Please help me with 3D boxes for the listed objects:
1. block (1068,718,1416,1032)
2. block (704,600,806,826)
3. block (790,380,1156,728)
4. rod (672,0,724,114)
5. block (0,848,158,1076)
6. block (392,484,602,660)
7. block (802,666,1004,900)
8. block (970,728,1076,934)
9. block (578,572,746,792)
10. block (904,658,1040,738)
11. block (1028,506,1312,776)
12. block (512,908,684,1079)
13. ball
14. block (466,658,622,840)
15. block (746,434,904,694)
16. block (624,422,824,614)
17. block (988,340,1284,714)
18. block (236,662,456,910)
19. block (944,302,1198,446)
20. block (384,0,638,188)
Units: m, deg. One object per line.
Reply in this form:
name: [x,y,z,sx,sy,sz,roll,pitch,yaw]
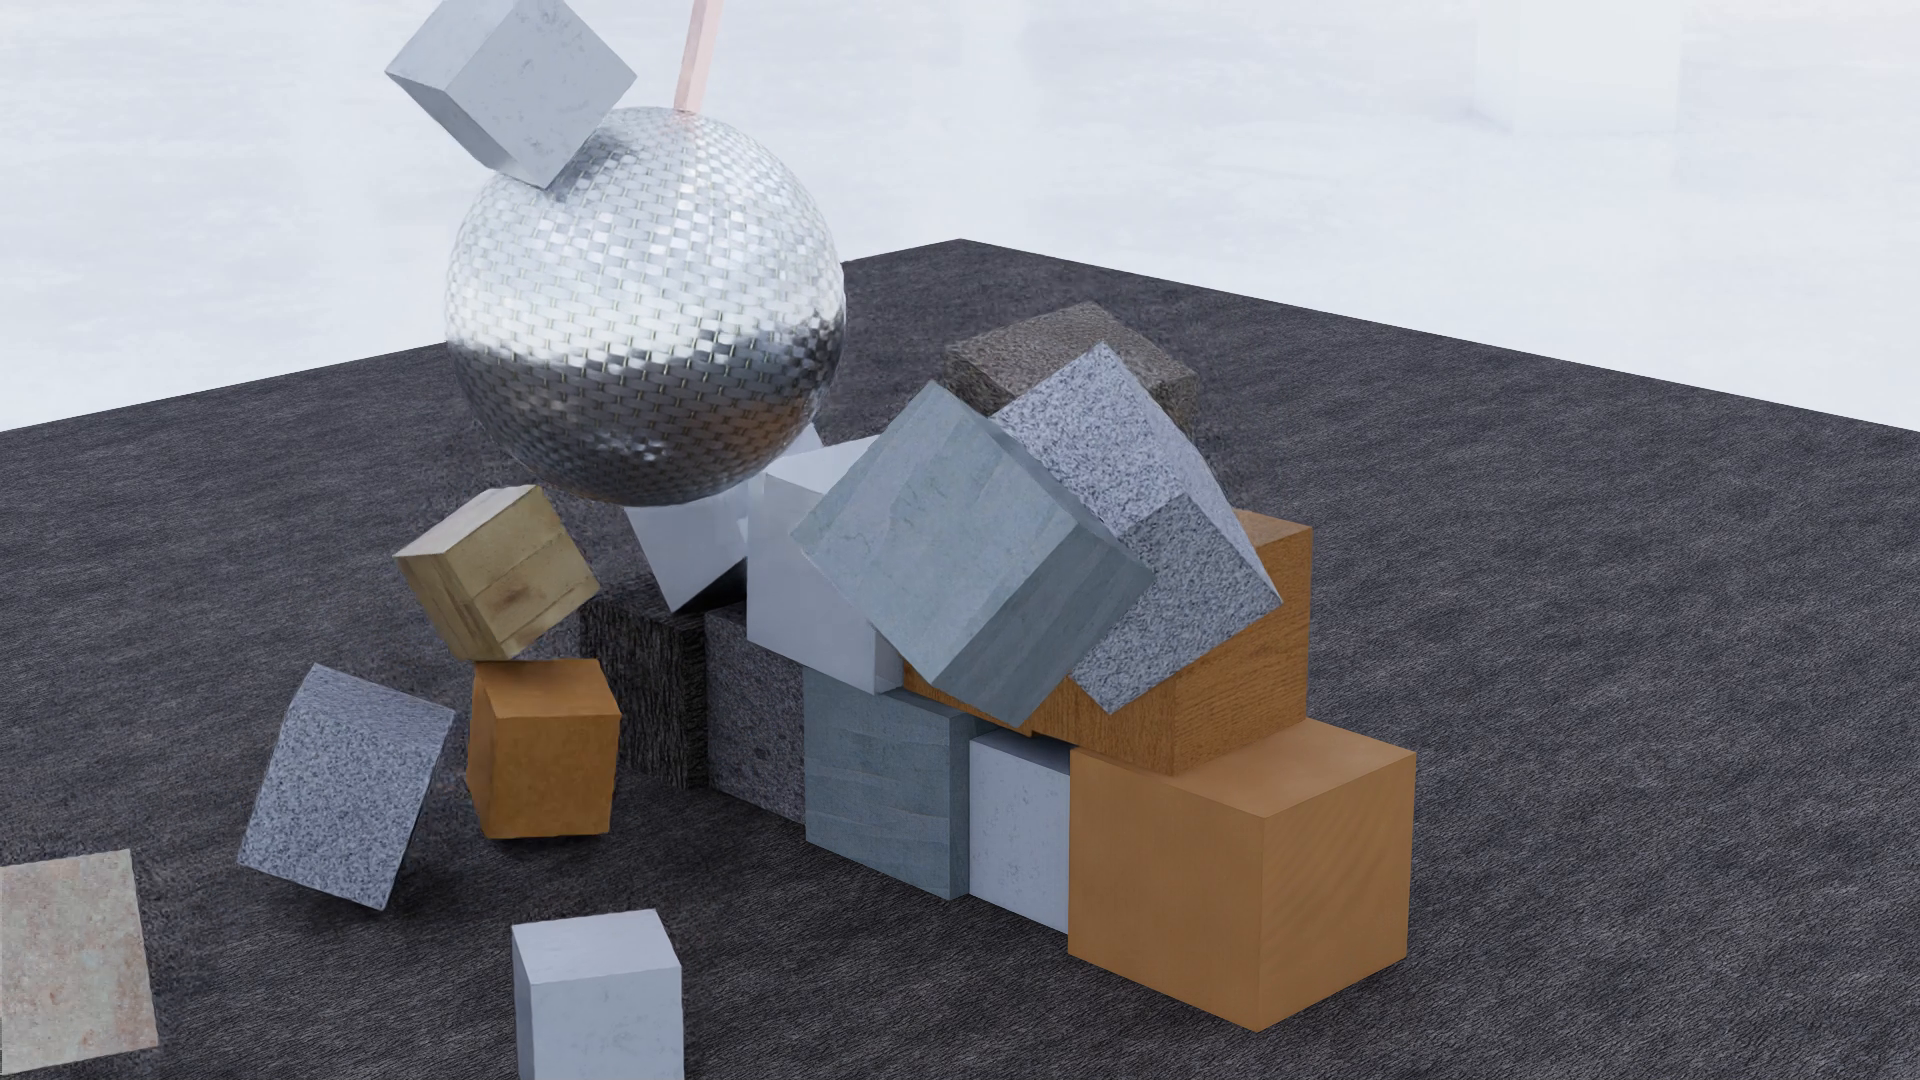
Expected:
block: [1.194,1.340,12.505,1.055,0.945,1.006,17,24,42]
block: [-0.690,0.794,14.311,0.724,0.904,0.834,-17,24,-42]
block: [0.055,0.060,10.582,0.814,0.757,0.782,46,7,28]
rod: [-0.544,-4.241,11.439,0.080,5.200,0.080,17,7,42]
block: [-3.571,1.623,11.041,0.765,0.745,0.694,-5,-8,-39]
block: [-2.168,0.154,13.730,0.582,0.586,0.556,-39,19,-30]
block: [-0.046,1.000,13.700,0.962,0.877,0.963,-17,24,-42]
block: [0.569,1.240,13.155,0.762,0.746,0.727,-17,24,-42]
block: [-1.287,0.650,14.880,0.958,0.837,0.820,-17,24,-42]
block: [0.307,0.300,13.120,0.765,0.807,0.801,-16,25,-42]
block: [0.895,0.379,12.531,0.807,0.874,0.904,16,23,41]
block: [-1.402,1.862,11.352,0.568,0.641,0.542,-5,18,-15]
ball: [-1.255,-0.929,11.734,1.600,1.600,1.600,0,17,0]
block: [-1.963,0.975,13.772,0.579,0.643,0.538,-1,26,-20]
block: [-0.330,0.079,13.664,0.971,0.856,0.900,-16,25,-41]
block: [-1.112,-0.196,14.429,0.704,0.750,0.749,-17,-13,-42]
block: [0.575,-0.037,11.481,0.825,0.955,0.829,-33,51,10]
block: [-2.743,1.099,13.156,0.674,0.764,0.696,19,11,-7]
block: [0.460,-0.491,12.438,0.746,0.629,0.778,-19,37,-27]
block: [-1.711,-1.775,11.162,0.559,0.559,0.583,-52,35,-9]
